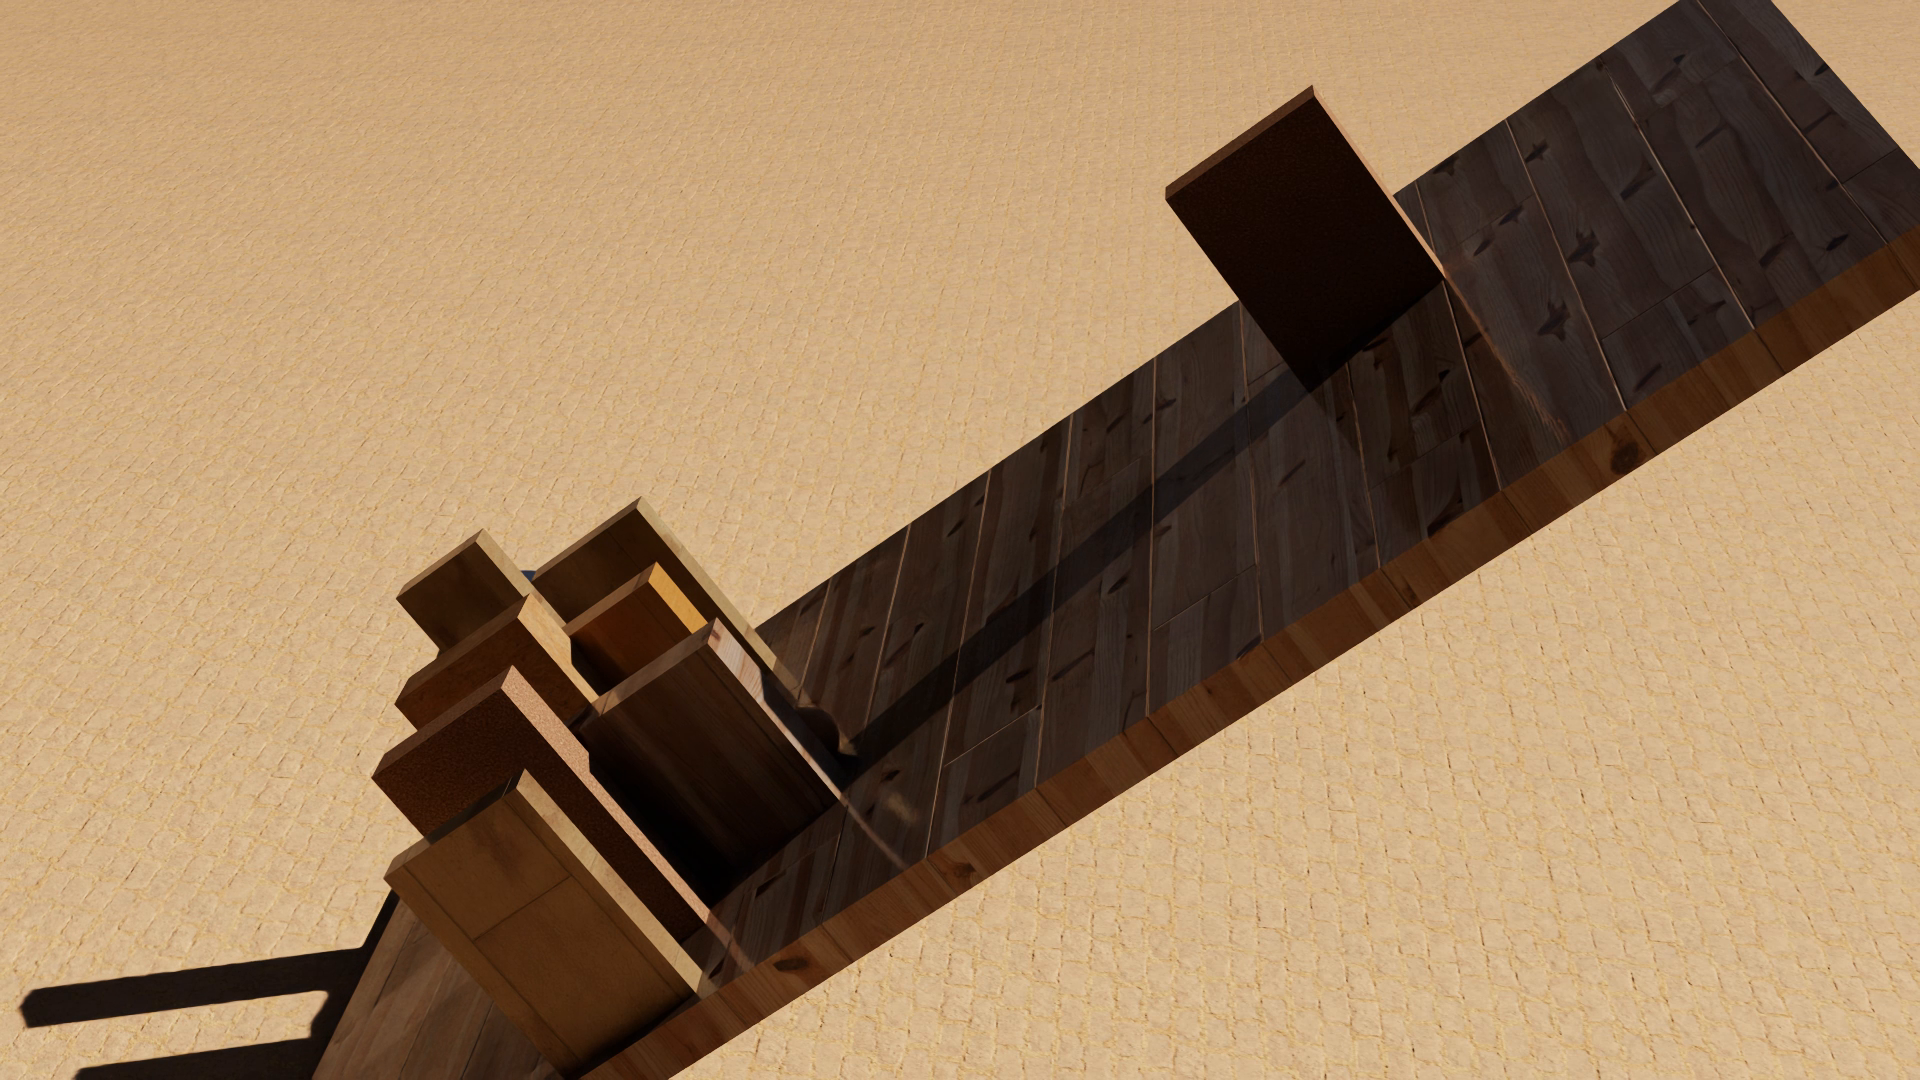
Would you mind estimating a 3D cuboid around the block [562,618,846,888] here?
[{"bbox_3d":[-0.537,0.455,6.046,0.417,0.430,0.128,-34,16,16],"label":"block"}]

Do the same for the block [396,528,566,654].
[{"bbox_3d":[-1.106,0.296,7.403,0.266,0.631,0.089,-34,16,16],"label":"block"}]

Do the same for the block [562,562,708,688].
[{"bbox_3d":[-0.662,0.347,6.520,0.351,0.491,0.110,-34,16,16],"label":"block"}]

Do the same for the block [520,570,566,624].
[{"bbox_3d":[-1.343,0.218,9.241,0.187,0.187,0.187,0,22,0],"label":"block"}]

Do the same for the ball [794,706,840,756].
[{"bbox_3d":[-0.325,0.421,6.204,0.143,0.143,0.143,0,22,0],"label":"ball"}]

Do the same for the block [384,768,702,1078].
[{"bbox_3d":[-0.796,0.738,5.633,0.335,0.536,0.080,-34,16,16],"label":"block"}]

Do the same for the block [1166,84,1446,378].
[{"bbox_3d":[0.728,-0.650,6.217,0.377,0.483,0.100,-34,16,16],"label":"block"}]

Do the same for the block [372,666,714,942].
[{"bbox_3d":[-0.835,0.600,5.915,0.342,0.639,0.107,-34,16,16],"label":"block"}]

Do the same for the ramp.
[{"bbox_3d":[0.130,0.178,6.320,4.000,0.100,2.000,-34,16,16],"label":"ramp"}]

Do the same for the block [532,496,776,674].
[{"bbox_3d":[-0.734,0.193,7.068,0.329,0.518,0.080,-34,16,16],"label":"block"}]

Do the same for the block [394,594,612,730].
[{"bbox_3d":[-0.889,0.468,6.441,0.353,0.623,0.134,-34,16,16],"label":"block"}]
